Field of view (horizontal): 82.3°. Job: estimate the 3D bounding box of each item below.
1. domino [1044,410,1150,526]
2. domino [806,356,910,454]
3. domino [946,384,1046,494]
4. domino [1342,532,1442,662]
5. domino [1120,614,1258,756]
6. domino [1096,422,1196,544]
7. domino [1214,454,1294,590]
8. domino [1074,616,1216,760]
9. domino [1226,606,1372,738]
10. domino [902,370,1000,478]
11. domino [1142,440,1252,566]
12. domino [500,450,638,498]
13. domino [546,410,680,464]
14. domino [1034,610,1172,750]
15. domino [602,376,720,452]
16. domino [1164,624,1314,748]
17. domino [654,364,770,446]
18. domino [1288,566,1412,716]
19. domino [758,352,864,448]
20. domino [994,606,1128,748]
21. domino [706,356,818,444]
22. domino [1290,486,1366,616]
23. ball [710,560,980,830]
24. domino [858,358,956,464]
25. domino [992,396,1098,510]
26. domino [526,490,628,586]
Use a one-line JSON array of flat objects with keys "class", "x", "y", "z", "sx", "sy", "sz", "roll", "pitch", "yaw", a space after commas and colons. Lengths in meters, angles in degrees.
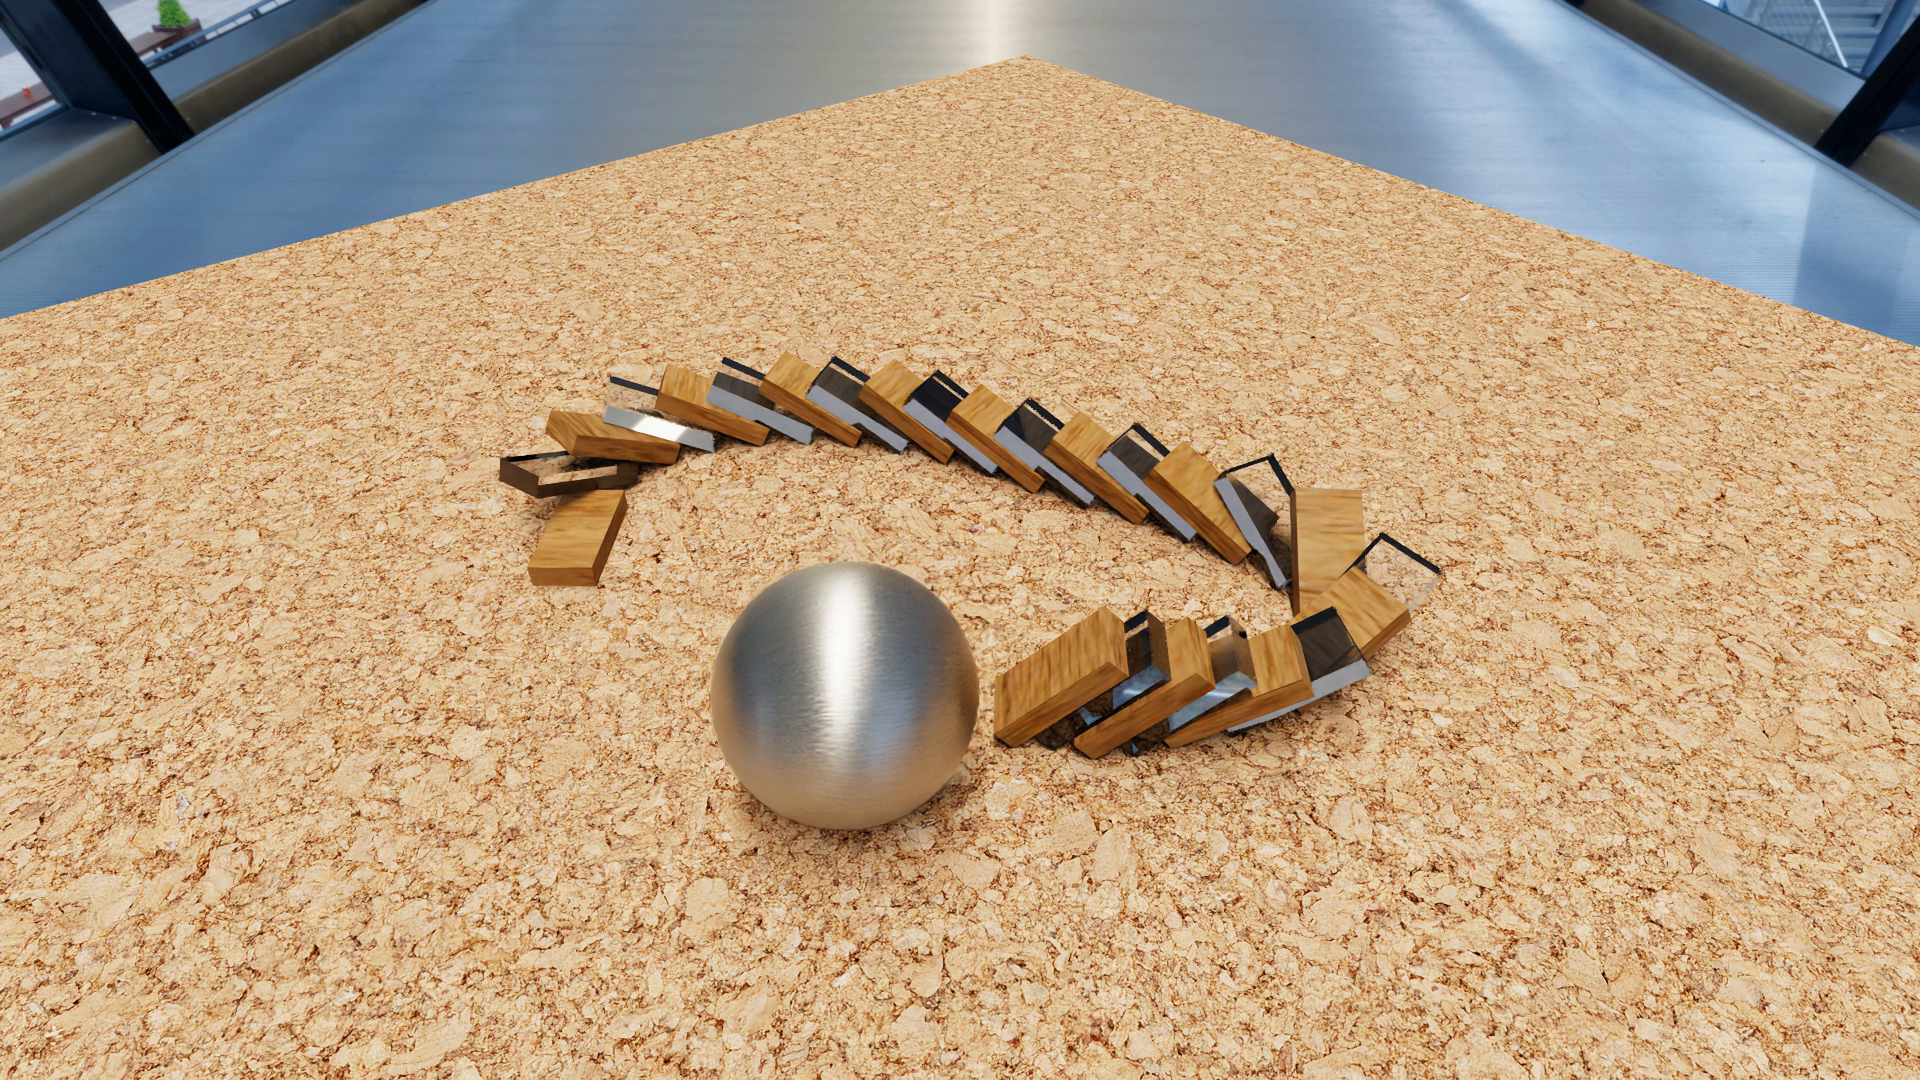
[{"class": "domino", "x": 0.063, "y": -0.031, "z": 0.466, "sx": 0.050, "sy": 0.010, "sz": 0.025, "roll": 38, "pitch": 48, "yaw": 6}, {"class": "domino", "x": -0.042, "y": -0.062, "z": 0.502, "sx": 0.050, "sy": 0.009, "sz": 0.025, "roll": 32, "pitch": 43, "yaw": -3}, {"class": "domino", "x": 0.021, "y": -0.045, "z": 0.482, "sx": 0.050, "sy": 0.009, "sz": 0.025, "roll": 38, "pitch": 48, "yaw": 5}, {"class": "domino", "x": 0.147, "y": 0.023, "z": 0.396, "sx": 0.050, "sy": 0.009, "sz": 0.025, "roll": -45, "pitch": 58, "yaw": -8}, {"class": "domino", "x": 0.072, "y": 0.048, "z": 0.359, "sx": 0.009, "sy": 0.050, "sz": 0.025, "roll": 38, "pitch": 32, "yaw": -24}, {"class": "domino", "x": 0.083, "y": -0.024, "z": 0.457, "sx": 0.050, "sy": 0.010, "sz": 0.025, "roll": 44, "pitch": 51, "yaw": 9}, {"class": "domino", "x": 0.124, "y": -0.008, "z": 0.435, "sx": 0.025, "sy": 0.010, "sz": 0.050, "roll": -18, "pitch": 71, "yaw": -21}, {"class": "domino", "x": 0.059, "y": 0.048, "z": 0.358, "sx": 0.009, "sy": 0.050, "sz": 0.025, "roll": 38, "pitch": 32, "yaw": -24}, {"class": "domino", "x": 0.109, "y": 0.044, "z": 0.371, "sx": 0.050, "sy": 0.010, "sz": 0.025, "roll": -28, "pitch": 38, "yaw": 12}, {"class": "domino", "x": 0.002, "y": -0.052, "z": 0.491, "sx": 0.050, "sy": 0.010, "sz": 0.025, "roll": 38, "pitch": 48, "yaw": 4}, {"class": "domino", "x": 0.101, "y": -0.015, "z": 0.446, "sx": 0.050, "sy": 0.009, "sz": 0.025, "roll": 44, "pitch": 52, "yaw": 9}, {"class": "domino", "x": -0.164, "y": -0.029, "z": 0.463, "sx": 0.025, "sy": 0.009, "sz": 0.050, "roll": 22, "pitch": 21, "yaw": 29}, {"class": "domino", "x": -0.151, "y": -0.045, "z": 0.479, "sx": 0.050, "sy": 0.010, "sz": 0.025, "roll": 2, "pitch": 27, "yaw": -49}, {"class": "domino", "x": 0.046, "y": 0.046, "z": 0.361, "sx": 0.009, "sy": 0.050, "sz": 0.025, "roll": 38, "pitch": 32, "yaw": -24}, {"class": "domino", "x": -0.134, "y": -0.057, "z": 0.495, "sx": 0.050, "sy": 0.009, "sz": 0.025, "roll": 15, "pitch": 31, "yaw": -26}, {"class": "domino", "x": 0.089, "y": 0.048, "z": 0.363, "sx": 0.050, "sy": 0.010, "sz": 0.025, "roll": -26, "pitch": 33, "yaw": 23}, {"class": "domino", "x": -0.112, "y": -0.062, "z": 0.502, "sx": 0.050, "sy": 0.009, "sz": 0.025, "roll": 19, "pitch": 34, "yaw": -20}, {"class": "domino", "x": 0.128, "y": 0.035, "z": 0.382, "sx": 0.050, "sy": 0.010, "sz": 0.025, "roll": -41, "pitch": 47, "yaw": 0}, {"class": "domino", "x": -0.065, "y": -0.065, "z": 0.506, "sx": 0.050, "sy": 0.009, "sz": 0.025, "roll": 30, "pitch": 41, "yaw": -5}, {"class": "domino", "x": 0.032, "y": 0.045, "z": 0.362, "sx": 0.009, "sy": 0.050, "sz": 0.025, "roll": 38, "pitch": 32, "yaw": -24}, {"class": "domino", "x": -0.089, "y": -0.064, "z": 0.505, "sx": 0.050, "sy": 0.009, "sz": 0.025, "roll": 23, "pitch": 37, "yaw": -15}, {"class": "domino", "x": 0.140, "y": 0.005, "z": 0.417, "sx": 0.025, "sy": 0.009, "sz": 0.050, "roll": 3, "pitch": 71, "yaw": 3}, {"class": "ball", "x": -0.034, "y": 0.046, "z": 0.332, "sx": 0.080, "sy": 0.080, "sz": 0.080, "roll": 0, "pitch": 39, "yaw": 0}, {"class": "domino", "x": -0.018, "y": -0.059, "z": 0.499, "sx": 0.050, "sy": 0.010, "sz": 0.025, "roll": 38, "pitch": 47, "yaw": 4}, {"class": "domino", "x": 0.041, "y": -0.038, "z": 0.474, "sx": 0.050, "sy": 0.010, "sz": 0.025, "roll": 39, "pitch": 48, "yaw": 6}, {"class": "domino", "x": -0.154, "y": -0.002, "z": 0.445, "sx": 0.025, "sy": 0.009, "sz": 0.050, "roll": 1, "pitch": 39, "yaw": 1}]
